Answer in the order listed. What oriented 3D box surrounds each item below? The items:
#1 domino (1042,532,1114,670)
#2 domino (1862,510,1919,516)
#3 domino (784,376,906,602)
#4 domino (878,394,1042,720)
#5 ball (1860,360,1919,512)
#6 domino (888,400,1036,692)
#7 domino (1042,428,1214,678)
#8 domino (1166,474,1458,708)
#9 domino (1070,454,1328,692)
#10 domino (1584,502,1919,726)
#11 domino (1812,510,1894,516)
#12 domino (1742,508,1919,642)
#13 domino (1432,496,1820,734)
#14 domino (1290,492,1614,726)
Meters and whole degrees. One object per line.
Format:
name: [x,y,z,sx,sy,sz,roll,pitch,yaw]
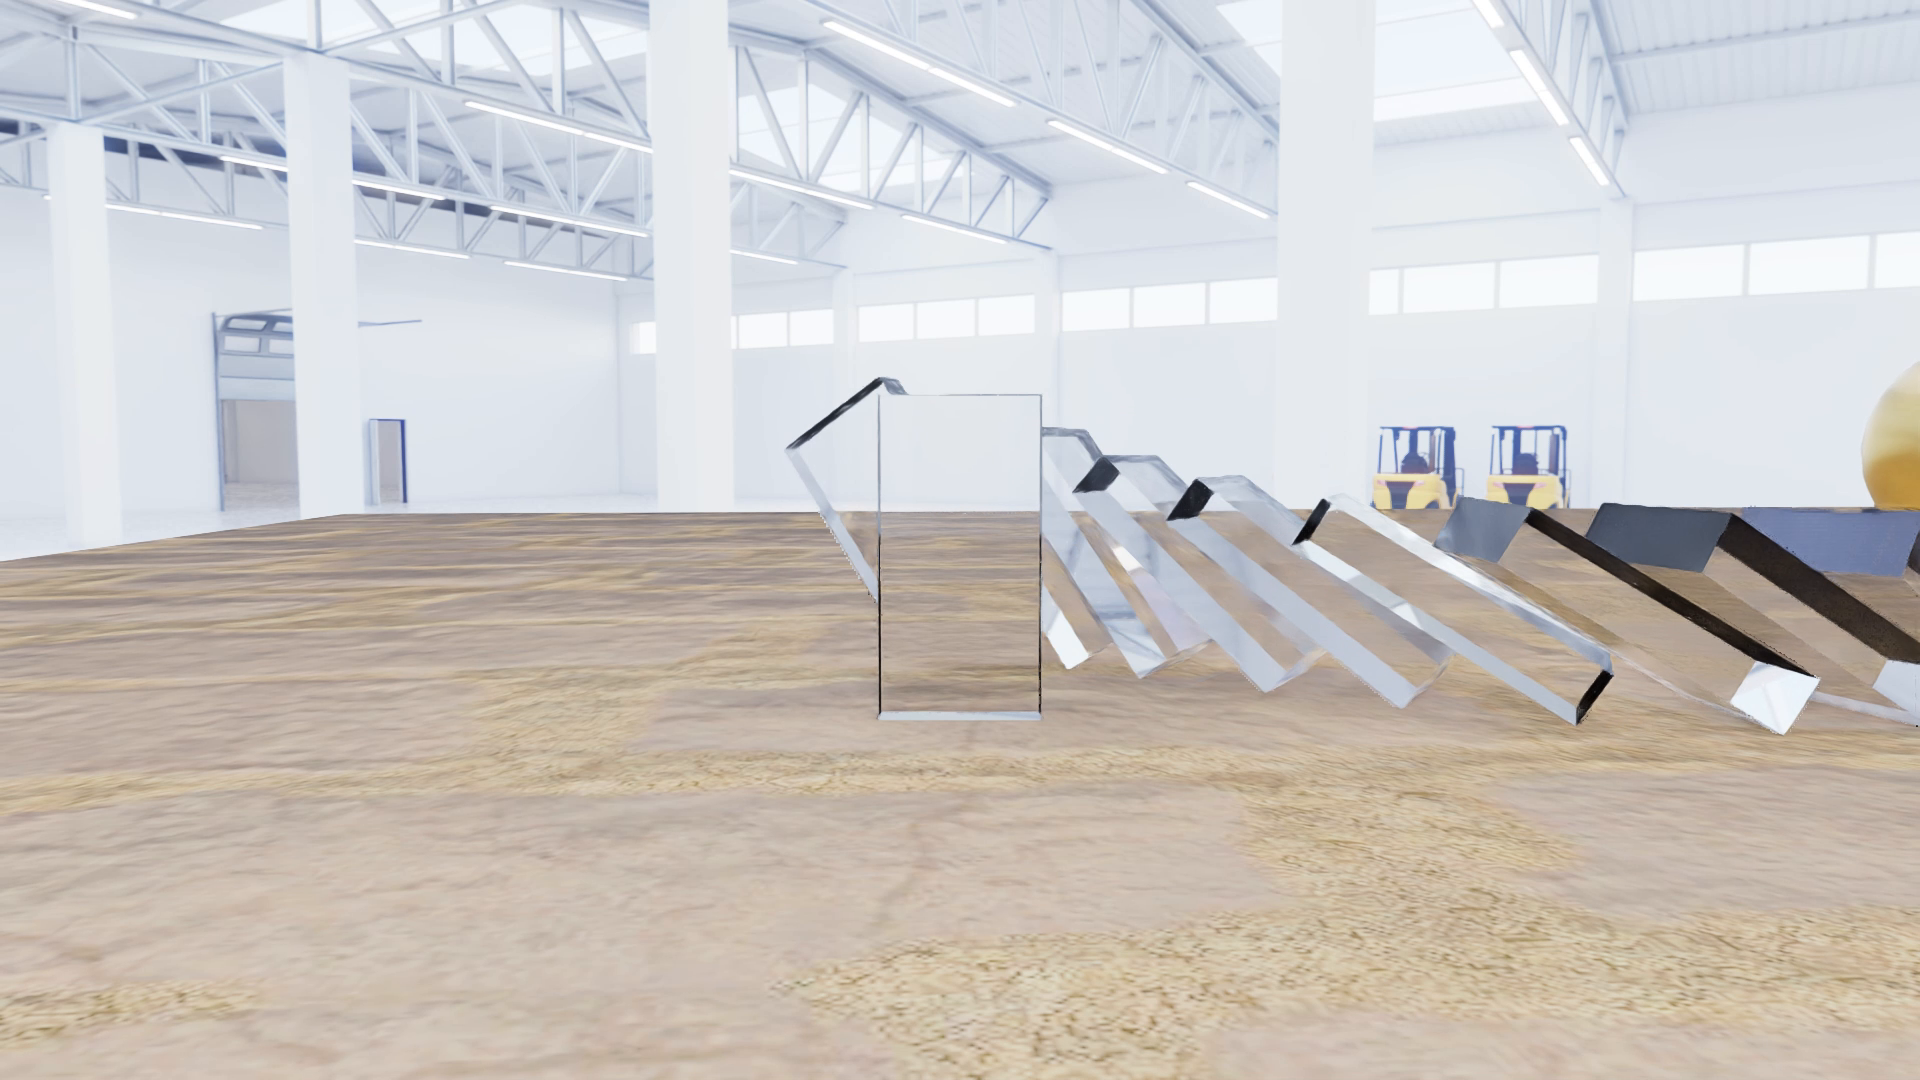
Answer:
domino: [0.015,0.000,0.254,0.009,0.050,0.025,-35,-8,19]
domino: [0.184,0.010,0.225,0.050,0.010,0.025,27,-7,-22]
domino: [-0.011,-0.004,0.252,0.025,0.050,0.009,-35,-8,19]
domino: [0.000,0.002,0.201,0.025,0.050,0.009,0,4,0]
ball: [0.353,-0.030,0.433,0.080,0.080,0.080,0,4,0]
domino: [0.001,0.001,0.223,0.025,0.050,0.009,0,4,4]
domino: [0.029,0.001,0.247,0.009,0.050,0.025,-40,-16,27]
domino: [0.062,0.007,0.224,0.050,0.010,0.025,41,23,22]
domino: [0.045,0.005,0.236,0.050,0.009,0.025,47,25,19]
domino: [0.123,0.011,0.197,0.050,0.009,0.025,29,-2,-15]
domino: [0.165,0.011,0.213,0.050,0.009,0.025,28,-9,-26]
domino: [0.146,0.011,0.200,0.050,0.009,0.025,30,-9,-26]
domino: [0.101,0.011,0.198,0.050,0.009,0.025,30,4,-3]
domino: [0.081,0.010,0.211,0.050,0.010,0.025,35,17,19]
